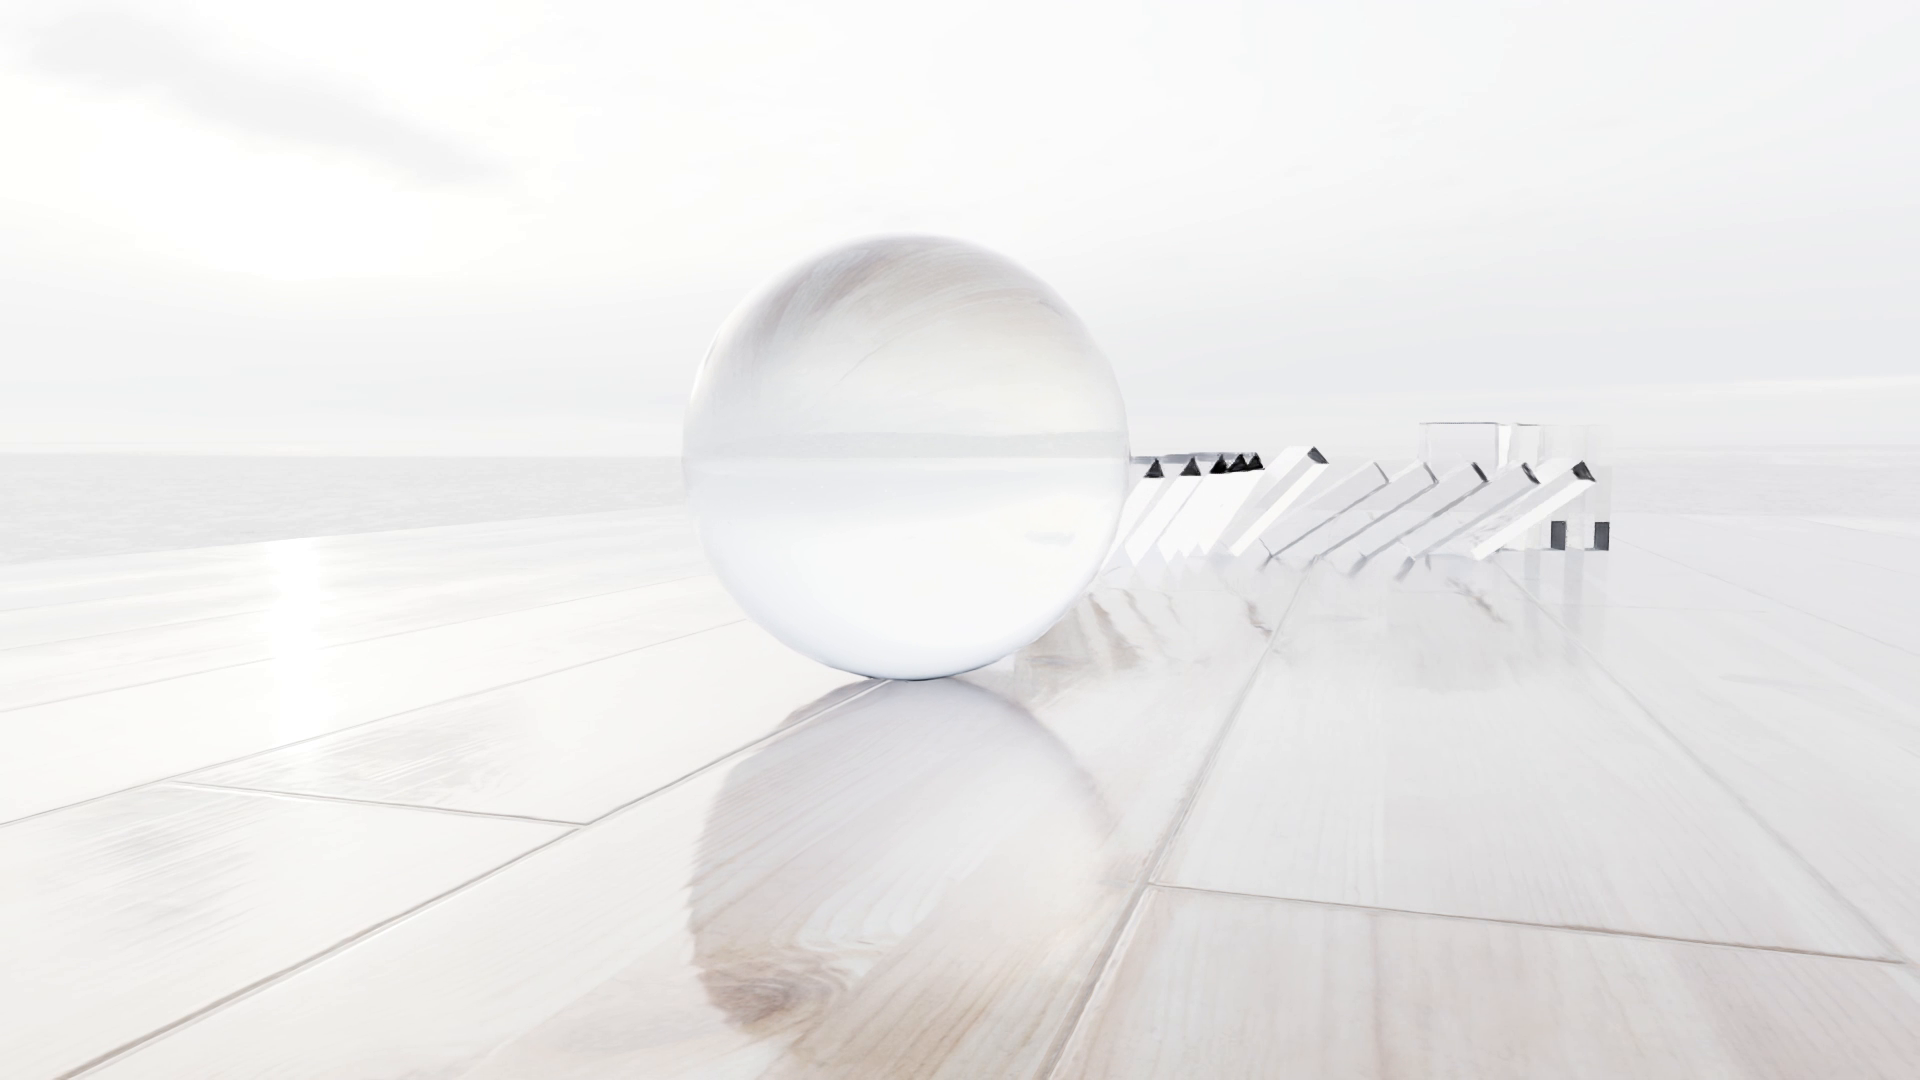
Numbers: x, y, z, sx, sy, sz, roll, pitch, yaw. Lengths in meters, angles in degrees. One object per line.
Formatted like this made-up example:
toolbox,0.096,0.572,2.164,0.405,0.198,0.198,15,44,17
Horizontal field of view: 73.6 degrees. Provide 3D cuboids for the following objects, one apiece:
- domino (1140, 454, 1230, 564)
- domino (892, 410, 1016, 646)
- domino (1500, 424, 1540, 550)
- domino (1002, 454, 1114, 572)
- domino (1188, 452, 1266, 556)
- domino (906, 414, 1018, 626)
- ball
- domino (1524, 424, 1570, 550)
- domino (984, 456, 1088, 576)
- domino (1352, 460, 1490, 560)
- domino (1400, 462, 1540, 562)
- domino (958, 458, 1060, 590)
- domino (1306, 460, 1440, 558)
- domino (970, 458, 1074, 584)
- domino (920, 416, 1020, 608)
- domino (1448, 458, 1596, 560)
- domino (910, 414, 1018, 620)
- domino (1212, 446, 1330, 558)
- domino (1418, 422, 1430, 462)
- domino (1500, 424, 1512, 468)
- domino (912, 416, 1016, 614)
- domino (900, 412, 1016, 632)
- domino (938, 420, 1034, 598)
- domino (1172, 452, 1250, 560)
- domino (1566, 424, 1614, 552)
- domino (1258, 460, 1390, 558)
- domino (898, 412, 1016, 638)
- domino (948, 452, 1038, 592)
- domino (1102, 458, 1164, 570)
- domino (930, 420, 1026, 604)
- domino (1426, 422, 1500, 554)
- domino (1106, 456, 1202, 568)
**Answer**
domino,0.076,-0.012,0.472,0.025,0.009,0.050,4,45,46
domino,-0.001,-0.003,0.275,0.025,0.050,0.009,0,-19,3
domino,0.222,-0.022,0.522,0.009,0.050,0.025,5,4,-3
domino,0.034,-0.010,0.439,0.025,0.009,0.050,1,42,24
domino,0.095,-0.015,0.498,0.025,0.009,0.050,2,43,48
domino,0.001,-0.005,0.306,0.025,0.050,0.010,0,-19,3
ball,-0.009,-0.015,0.231,0.080,0.080,0.080,0,4,0
domino,0.237,-0.022,0.522,0.010,0.050,0.025,0,4,3
domino,0.026,-0.009,0.425,0.025,0.009,0.050,0,41,17
domino,0.169,-0.011,0.476,0.050,0.009,0.025,-34,-4,13
domino,0.186,-0.011,0.472,0.050,0.009,0.025,-34,-4,13
domino,0.016,-0.006,0.393,0.025,0.010,0.050,1,42,11
domino,0.153,-0.011,0.480,0.050,0.009,0.025,-34,-4,13
domino,0.021,-0.007,0.409,0.025,0.009,0.050,1,42,14
domino,0.003,-0.008,0.337,0.025,0.050,0.010,0,-19,3
domino,0.206,-0.012,0.475,0.050,0.009,0.025,-35,4,5
domino,0.002,-0.006,0.316,0.025,0.050,0.009,0,-19,3
domino,0.117,-0.015,0.494,0.050,0.009,0.025,-45,8,-2
domino,0.194,-0.021,0.508,0.025,0.050,0.009,2,-3,20
domino,0.207,-0.022,0.521,0.009,0.050,0.025,8,0,-25
domino,0.002,-0.007,0.326,0.025,0.050,0.009,0,-19,3
domino,0.000,-0.004,0.295,0.025,0.050,0.009,0,-19,3
domino,0.008,-0.009,0.359,0.025,0.050,0.010,0,-21,5
domino,0.086,-0.014,0.486,0.025,0.010,0.050,3,44,49
domino,0.254,-0.021,0.520,0.009,0.050,0.025,0,4,5
domino,0.137,-0.012,0.485,0.050,0.009,0.025,-34,-3,13
domino,0.000,-0.004,0.285,0.025,0.050,0.010,0,-19,3
domino,0.009,-0.006,0.380,0.025,0.009,0.050,-5,41,4
domino,0.049,-0.010,0.451,0.025,0.009,0.050,4,43,40
domino,0.005,-0.008,0.348,0.025,0.050,0.010,0,-22,3
domino,0.194,-0.020,0.496,0.025,0.050,0.009,1,-3,9
domino,0.063,-0.011,0.461,0.025,0.010,0.050,4,44,45
